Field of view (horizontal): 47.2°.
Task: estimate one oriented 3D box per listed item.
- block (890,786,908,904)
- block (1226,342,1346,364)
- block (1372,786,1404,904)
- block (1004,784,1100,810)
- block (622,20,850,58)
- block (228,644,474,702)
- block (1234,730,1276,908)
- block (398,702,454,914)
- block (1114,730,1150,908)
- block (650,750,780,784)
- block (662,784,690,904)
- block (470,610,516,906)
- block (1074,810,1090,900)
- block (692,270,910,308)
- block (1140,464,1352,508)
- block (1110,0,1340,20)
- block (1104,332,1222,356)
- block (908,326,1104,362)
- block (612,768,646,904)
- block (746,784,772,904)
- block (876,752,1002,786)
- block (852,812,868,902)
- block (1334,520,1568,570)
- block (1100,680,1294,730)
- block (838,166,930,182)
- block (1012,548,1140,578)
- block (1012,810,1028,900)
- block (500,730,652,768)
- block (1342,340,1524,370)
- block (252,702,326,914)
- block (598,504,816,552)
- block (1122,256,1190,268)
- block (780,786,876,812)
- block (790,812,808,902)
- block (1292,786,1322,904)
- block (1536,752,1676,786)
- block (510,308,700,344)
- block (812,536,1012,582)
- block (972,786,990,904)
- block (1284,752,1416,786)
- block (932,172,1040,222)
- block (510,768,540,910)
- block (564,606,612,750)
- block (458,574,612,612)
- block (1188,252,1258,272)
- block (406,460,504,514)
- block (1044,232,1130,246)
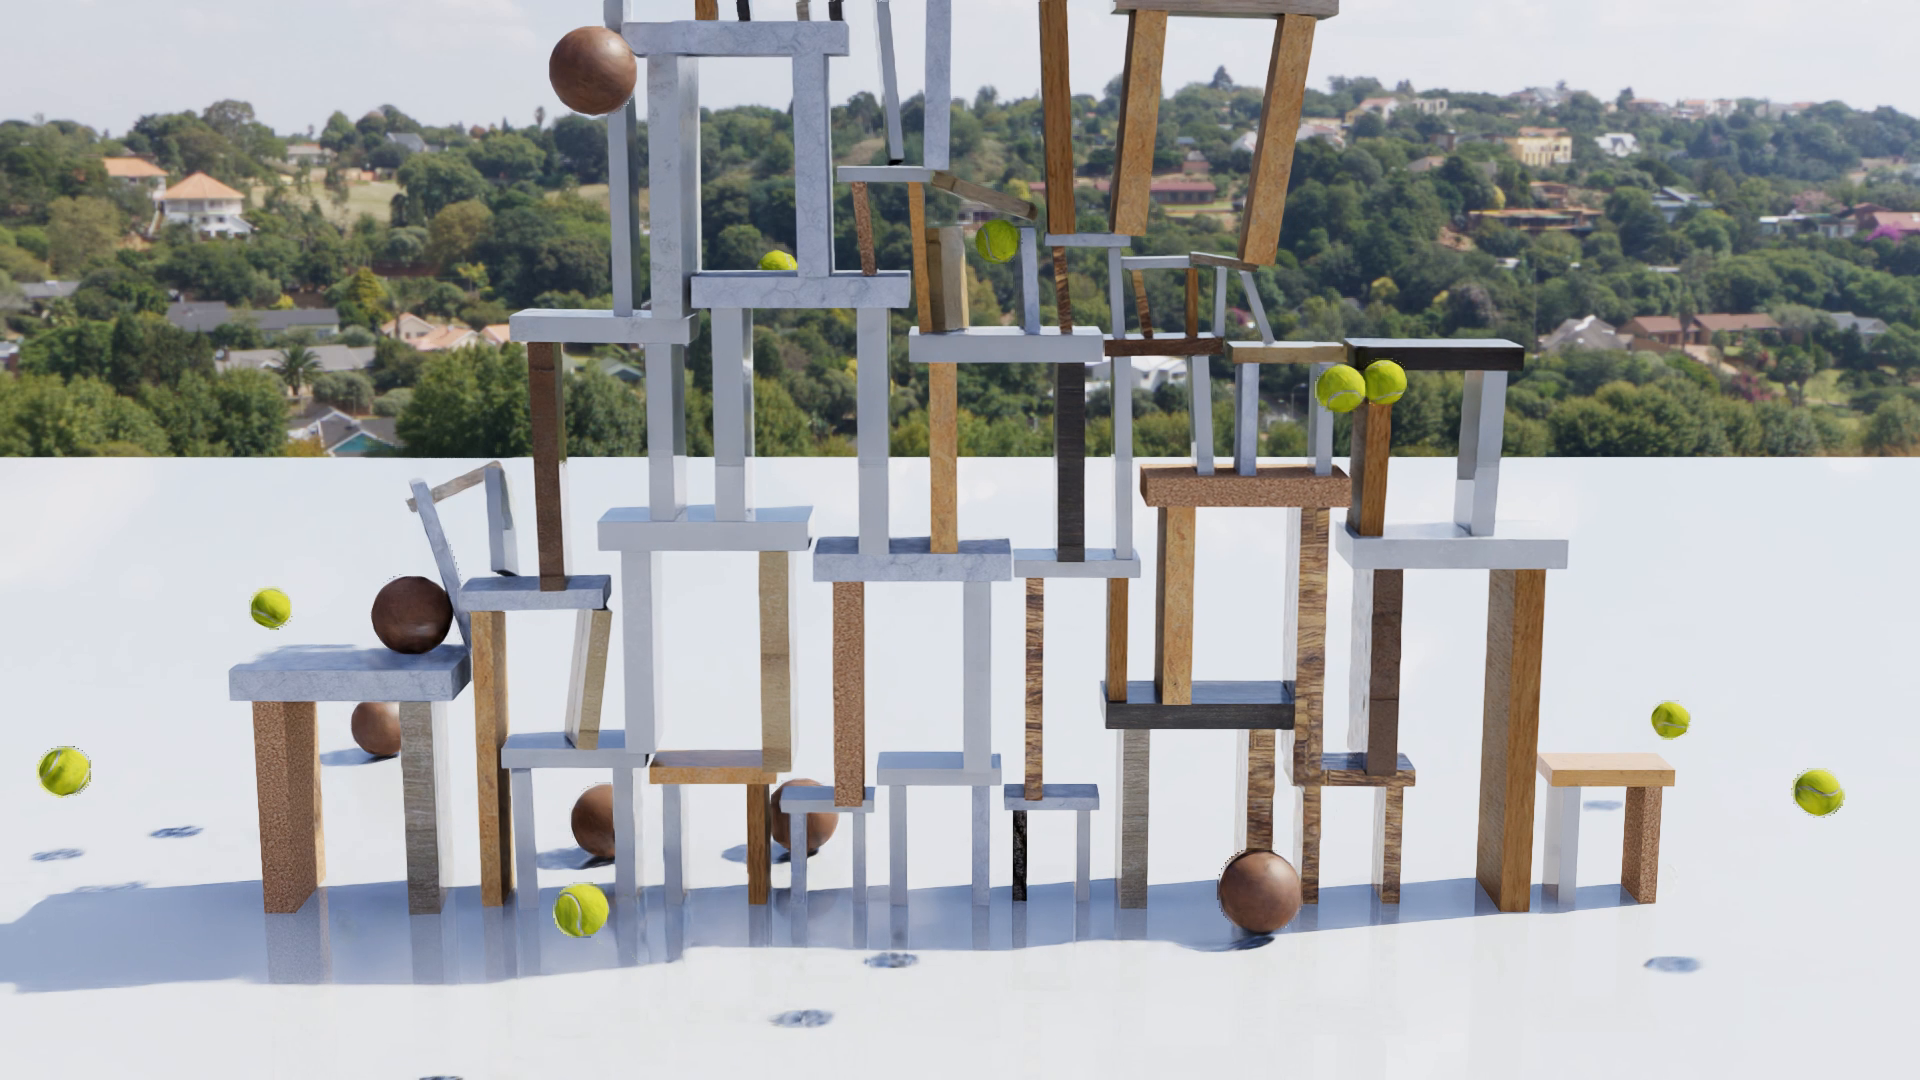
[{"bbox_3d":[-0.101,0.491,3.647,0.029,0.203,0.102,0,11,0],"label":"block"},{"bbox_3d":[0.518,-0.299,3.499,0.179,0.025,0.090,0,11,0],"label":"block"},{"bbox_3d":[0.710,0.491,3.652,0.028,0.201,0.100,0,11,0],"label":"block"},{"bbox_3d":[0.151,0.425,3.642,0.156,0.022,0.078,0,11,0],"label":"block"},{"bbox_3d":[-0.344,-0.778,3.417,0.337,0.048,0.169,0,10,0],"label":"block"},{"bbox_3d":[-0.988,0.217,3.595,0.355,0.050,0.178,0,11,0],"label":"block"},{"bbox_3d":[0.487,0.440,3.645,0.043,0.303,0.152,0,11,0],"label":"block"},{"bbox_3d":[-0.878,0.417,3.625,0.050,0.356,0.178,-1,11,-6],"label":"block"},{"bbox_3d":[0.285,0.440,3.645,0.043,0.303,0.152,0,11,0],"label":"block"},{"bbox_3d":[-0.402,0.374,3.626,0.206,0.029,0.103,0,11,0],"label":"block"},{"bbox_3d":[-0.471,0.489,3.649,0.029,0.206,0.103,0,11,0],"label":"block"},{"bbox_3d":[-0.767,0.347,3.618,0.033,0.496,0.115,0,10,-1],"label":"block"},{"bbox_3d":[0.203,0.513,3.658,0.022,0.156,0.078,0,11,0],"label":"block"},{"bbox_3d":[-0.248,-0.398,3.488,0.336,0.048,0.168,0,10,0],"label":"block"},{"bbox_3d":[0.456,-0.089,3.542,0.321,0.046,0.161,0,11,0],"label":"block"},{"bbox_3d":[0.406,-0.839,3.409,0.338,0.048,0.169,2,10,0],"label":"block"},{"bbox_3d":[0.318,-0.312,3.502,0.189,0.027,0.095,-1,11,0],"label":"block"},{"bbox_3d":[0.072,-0.312,3.506,0.303,0.043,0.152,0,11,0],"label":"block"},{"bbox_3d":[-0.549,0.475,3.651,0.033,0.233,0.117,0,10,0],"label":"block"},{"bbox_3d":[-0.333,0.489,3.648,0.029,0.206,0.103,0,11,0],"label":"block"},{"bbox_3d":[-0.034,0.376,3.626,0.203,0.029,0.102,0,11,0],"label":"block"},{"bbox_3d":[-0.166,0.515,3.651,0.022,0.154,0.077,0,11,0],"label":"block"},{"bbox_3d":[0.791,0.007,3.559,0.340,0.048,0.170,0,11,0],"label":"block"},{"bbox_3d":[0.386,0.270,3.613,0.303,0.043,0.152,0,11,0],"label":"block"},{"bbox_3d":[-0.119,-0.574,3.449,0.144,0.020,0.072,0,12,-1],"label":"block"},{"bbox_3d":[0.187,0.037,3.563,0.203,0.029,0.101,0,11,0],"label":"block"},{"bbox_3d":[0.099,0.513,3.658,0.022,0.156,0.078,0,11,0],"label":"block"},{"bbox_3d":[-0.629,0.344,3.625,0.233,0.033,0.117,0,10,-2],"label":"block"},{"bbox_3d":[0.752,-0.296,3.508,0.263,0.037,0.131,0,11,1],"label":"block"},{"bbox_3d":[-1.106,0.416,3.632,0.050,0.356,0.178,0,11,0],"label":"block"},{"bbox_3d":[-0.406,-0.021,3.552,0.332,0.047,0.166,0,10,0],"label":"block"},{"bbox_3d":[0.309,-0.440,3.486,0.107,0.015,0.054,-1,10,2],"label":"block"},{"bbox_3d":[-0.217,0.429,3.634,0.154,0.022,0.077,0,10,0],"label":"block"},{"bbox_3d":[-0.268,0.515,3.651,0.022,0.154,0.077,0,11,0],"label":"block"},{"bbox_3d":[0.576,0.491,3.652,0.028,0.201,0.100,0,11,0],"label":"block"},{"bbox_3d":[1.066,0.379,3.632,0.200,0.028,0.100,0,11,0],"label":"block"},{"bbox_3d":[-0.561,-0.340,3.492,0.280,0.040,0.140,1,10,0],"label":"block"},{"bbox_3d":[-0.076,0.030,3.565,0.315,0.045,0.158,0,10,0],"label":"block"},{"bbox_3d":[0.035,0.491,3.647,0.029,0.203,0.102,0,11,0],"label":"block"},{"bbox_3d":[0.642,0.379,3.630,0.201,0.028,0.100,0,11,1],"label":"block"},{"bbox_3d":[0.040,-0.545,3.494,0.162,0.023,0.081,20,6,9],"label":"block"},{"bbox_3d":[-0.718,0.479,3.625,0.033,0.233,0.117,-3,11,-11],"label":"block"},{"bbox_3d":[-0.607,0.216,3.588,0.033,0.229,0.115,5,8,-21],"label":"block"},{"bbox_3d":[-0.688,0.085,3.573,0.230,0.033,0.115,-1,11,-2],"label":"block"},{"bbox_3d":[0.416,-0.440,3.479,0.107,0.015,0.054,9,11,1],"label":"block"},{"bbox_3d":[-0.848,-0.089,3.695,0.167,0.024,0.083,-25,5,-12],"label":"block"},{"bbox_3d":[0.200,-0.475,3.473,0.134,0.019,0.067,0,10,0],"label":"block"}]
